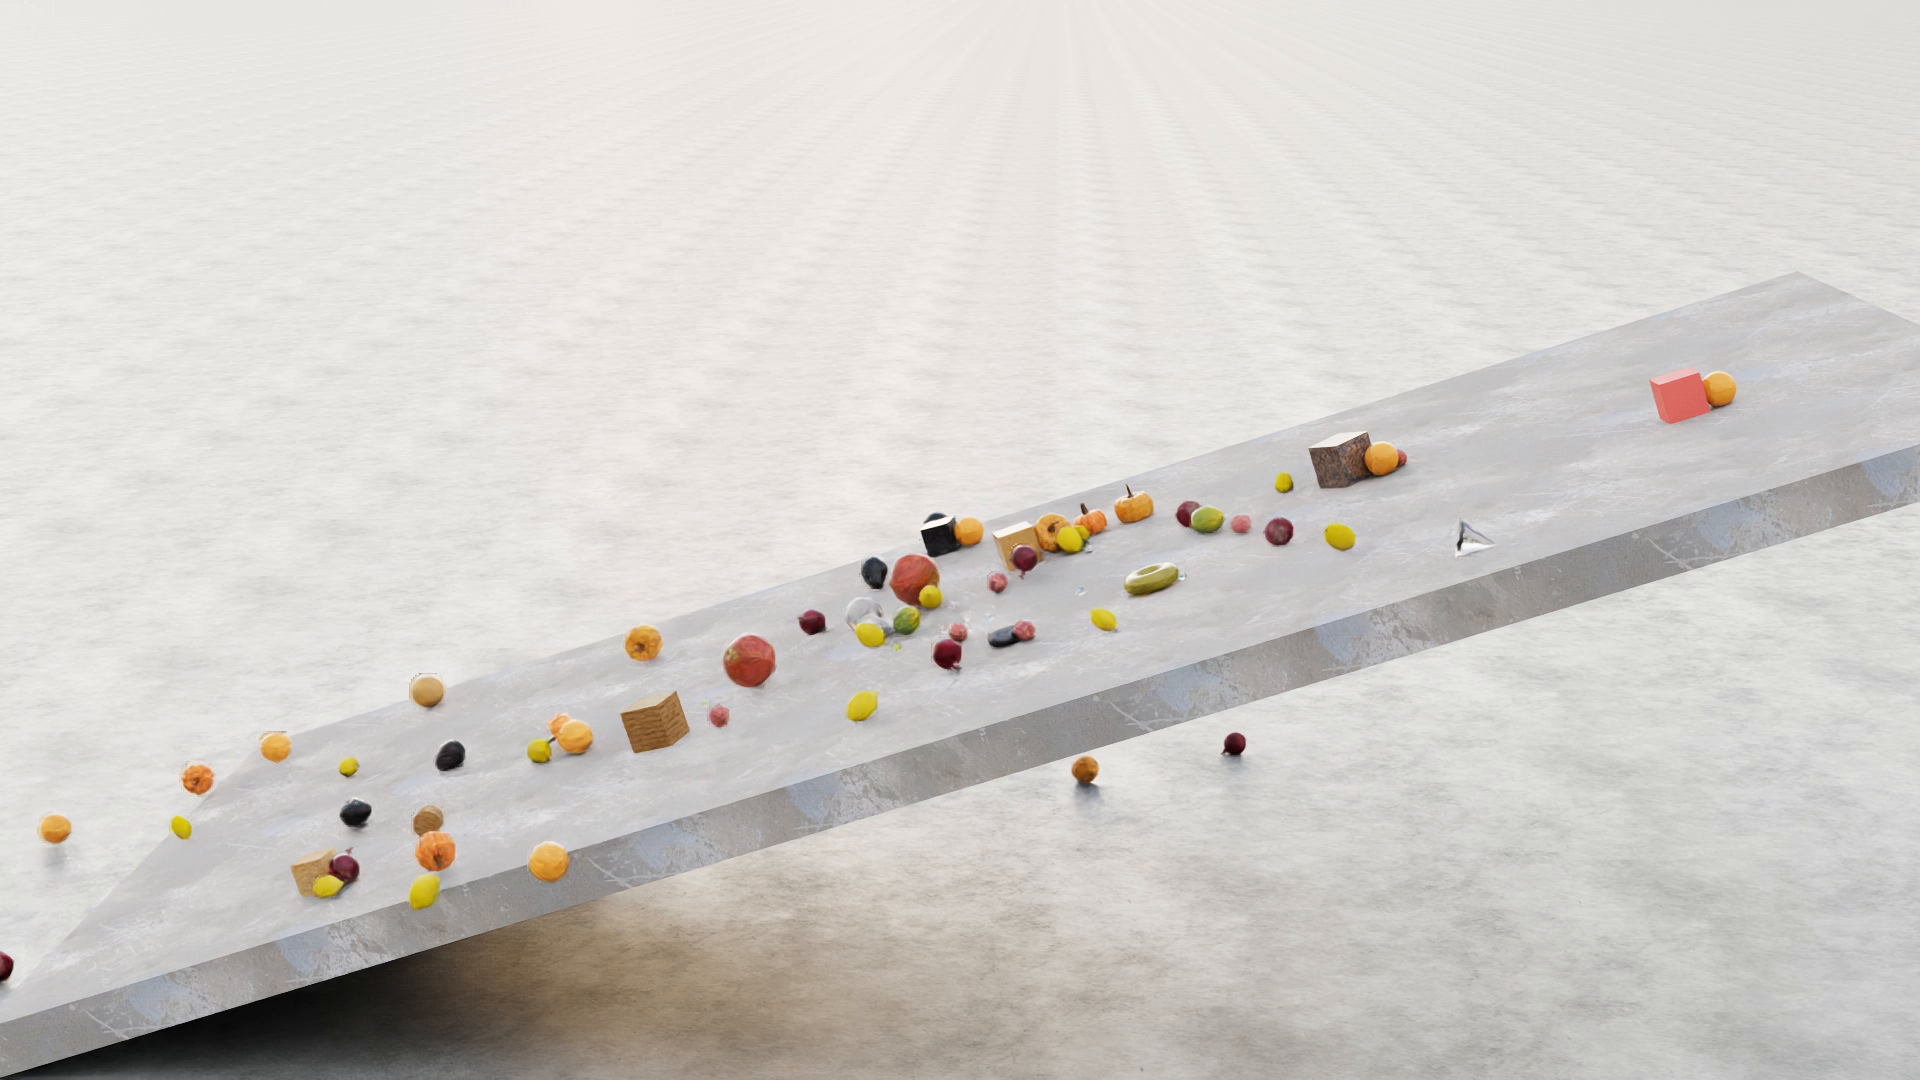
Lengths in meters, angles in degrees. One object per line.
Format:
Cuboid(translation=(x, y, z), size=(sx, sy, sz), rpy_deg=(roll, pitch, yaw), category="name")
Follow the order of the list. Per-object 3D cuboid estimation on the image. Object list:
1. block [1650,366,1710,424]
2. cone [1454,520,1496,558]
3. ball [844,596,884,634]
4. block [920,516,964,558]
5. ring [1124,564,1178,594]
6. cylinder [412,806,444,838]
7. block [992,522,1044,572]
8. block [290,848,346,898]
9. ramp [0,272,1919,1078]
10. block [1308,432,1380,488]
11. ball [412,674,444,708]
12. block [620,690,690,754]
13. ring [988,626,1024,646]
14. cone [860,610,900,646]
Cuboid(translation=(1.459, -0.293, 5.963), size=(0.085, 0.085, 0.085), rpy_deg=(-18, 10, 3), category="block")
Cuboid(translation=(0.954, 0.003, 5.427), size=(0.072, 0.072, 0.072), rpy_deg=(10, 13, 5), category="cone")
Cuboid(translation=(-0.209, 0.166, 6.410), size=(0.086, 0.086, 0.086), rpy_deg=(0, 11, 0), category="ball")
Cuboid(translation=(-0.043, -0.007, 7.068), size=(0.072, 0.072, 0.072), rpy_deg=(-15, 11, 17), category="block")
Cuboid(translation=(0.389, 0.079, 5.975), size=(0.117, 0.039, 0.117), rpy_deg=(-19, 9, 3), category="ring")
Cuboid(translation=(-1.060, 0.561, 5.861), size=(0.054, 0.054, 0.054), rpy_deg=(0, 7, -2), category="cylinder")
Cuboid(translation=(0.130, 0.015, 6.628), size=(0.082, 0.082, 0.082), rpy_deg=(-19, 10, -6), category="block")
Cuboid(translation=(-1.249, 0.647, 5.725), size=(0.067, 0.067, 0.067), rpy_deg=(-15, 11, 18), category="block")
Cuboid(translation=(0.100, 0.183, 6.311), size=(4.000, 0.100, 2.000), rpy_deg=(-17, 10, 5), category="ramp")
Cuboid(translation=(0.832, -0.174, 6.380), size=(0.094, 0.094, 0.094), rpy_deg=(-24, 12, -31), category="block")
Cuboid(translation=(-1.307, 0.371, 7.224), size=(0.081, 0.081, 0.081), rpy_deg=(0, 11, 0), category="ball")
Cuboid(translation=(-0.624, 0.373, 6.025), size=(0.090, 0.090, 0.090), rpy_deg=(-13, 11, 25), category="block")
Cuboid(translation=(0.093, 0.193, 5.920), size=(0.077, 0.026, 0.077), rpy_deg=(-16, 11, 3), category="ring")
Cuboid(translation=(-0.166, 0.192, 6.339), size=(0.078, 0.078, 0.078), rpy_deg=(7, 9, -18), category="cone")
